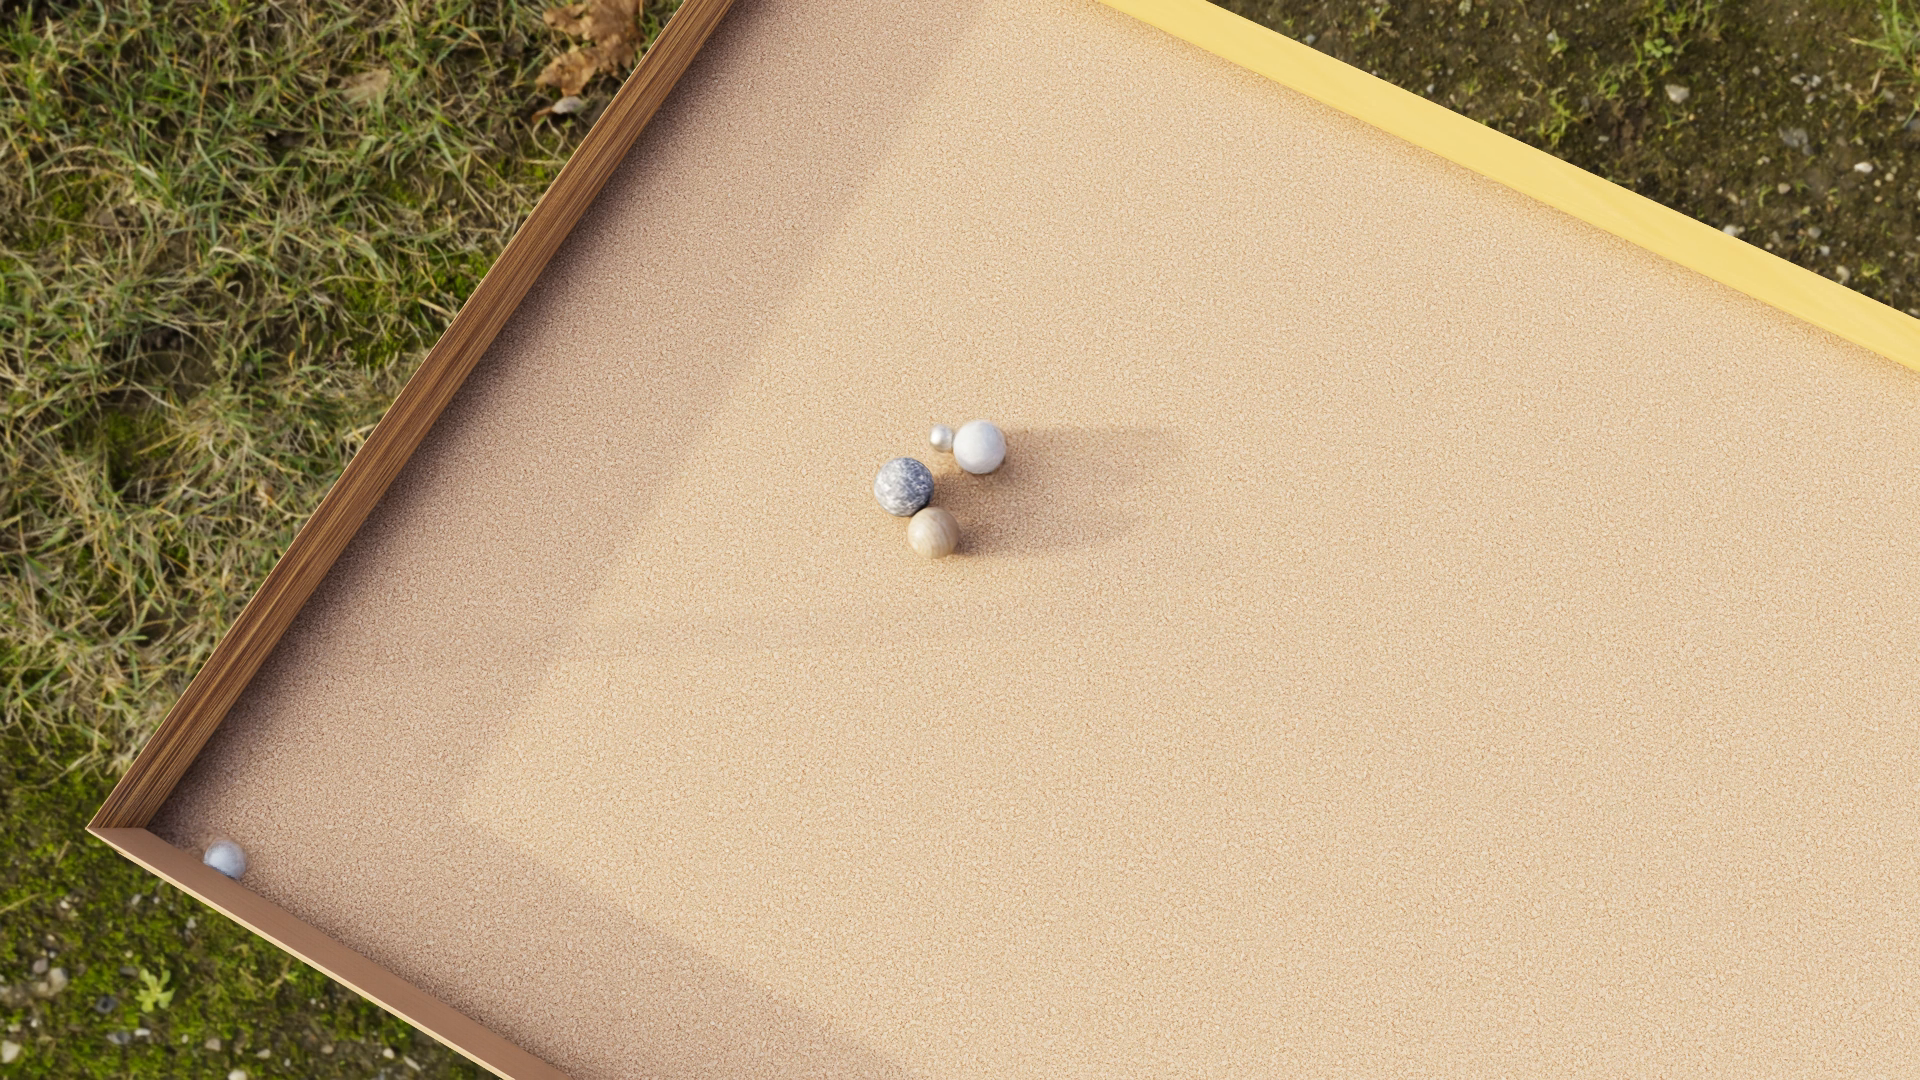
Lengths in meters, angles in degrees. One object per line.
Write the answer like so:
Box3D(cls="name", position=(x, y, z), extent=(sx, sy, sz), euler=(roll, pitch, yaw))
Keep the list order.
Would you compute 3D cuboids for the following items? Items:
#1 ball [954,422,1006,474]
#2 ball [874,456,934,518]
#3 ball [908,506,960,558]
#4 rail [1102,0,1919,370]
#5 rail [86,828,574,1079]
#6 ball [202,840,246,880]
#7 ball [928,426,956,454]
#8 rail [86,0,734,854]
Box3D(cls="ball", position=(0.032, -0.149, 3.554), extent=(0.086, 0.086, 0.086), euler=(0, 67, 0))
Box3D(cls="ball", position=(-0.089, -0.085, 3.522), extent=(0.097, 0.097, 0.097), euler=(0, 67, 0))
Box3D(cls="ball", position=(-0.042, -0.011, 3.499), extent=(0.083, 0.083, 0.083), euler=(0, 67, 0))
Box3D(cls="rail", position=(1.273, -0.448, 3.656), extent=(3.540, 0.126, 0.045), euler=(27, 70, 11))
Box3D(cls="rail", position=(0.277, 1.219, 2.964), extent=(3.540, 0.126, 0.045), euler=(27, 70, 11))
Box3D(cls="ball", position=(-1.105, 0.484, 3.304), extent=(0.063, 0.063, 0.063), euler=(0, 67, 0))
Box3D(cls="ball", position=(-0.029, -0.164, 3.582), extent=(0.046, 0.046, 0.046), euler=(0, 67, 0))
Box3D(cls="rail", position=(-0.754, -0.394, 3.633), extent=(0.045, 0.126, 2.109), euler=(27, 70, 11))
